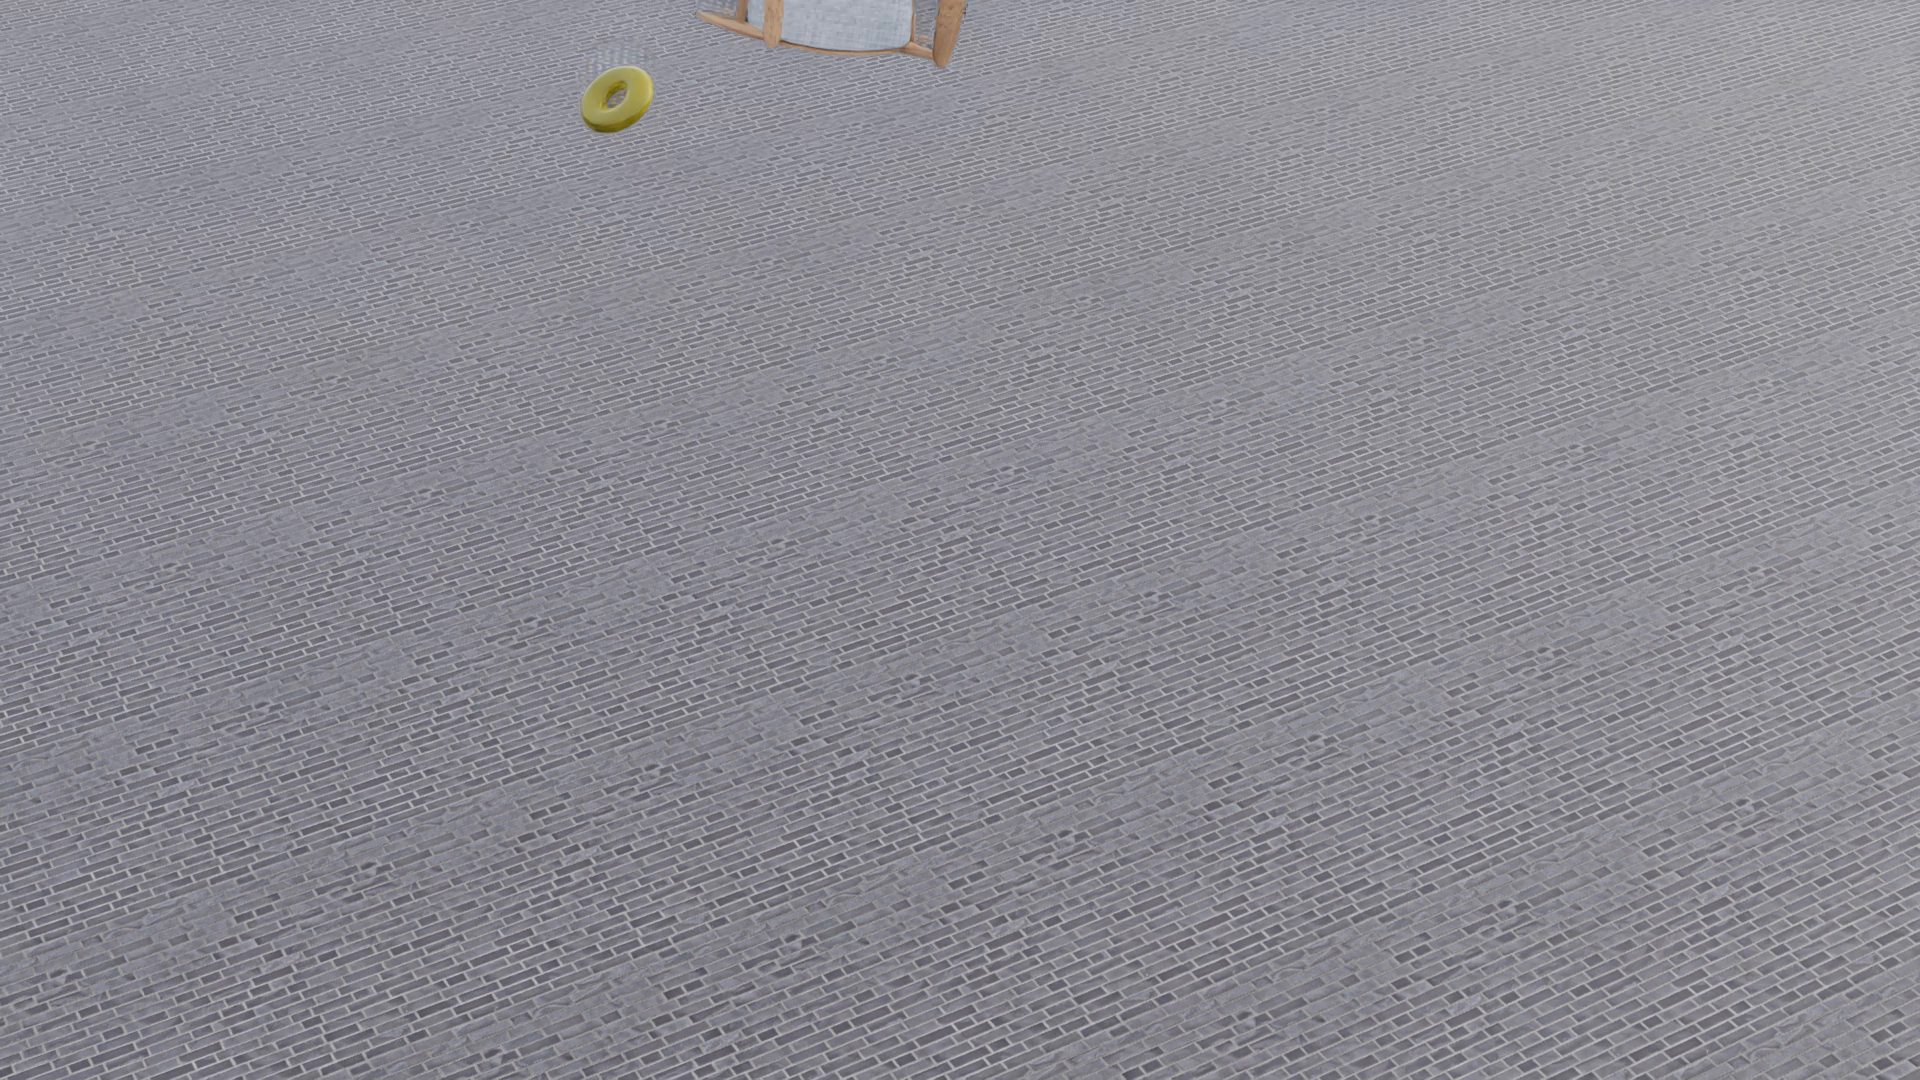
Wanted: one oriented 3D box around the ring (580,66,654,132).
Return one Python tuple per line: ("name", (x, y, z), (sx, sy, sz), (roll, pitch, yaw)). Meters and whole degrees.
("ring", (-0.983, -1.262, 8.396), (0.261, 0.062, 0.216), (4, 69, 38))
